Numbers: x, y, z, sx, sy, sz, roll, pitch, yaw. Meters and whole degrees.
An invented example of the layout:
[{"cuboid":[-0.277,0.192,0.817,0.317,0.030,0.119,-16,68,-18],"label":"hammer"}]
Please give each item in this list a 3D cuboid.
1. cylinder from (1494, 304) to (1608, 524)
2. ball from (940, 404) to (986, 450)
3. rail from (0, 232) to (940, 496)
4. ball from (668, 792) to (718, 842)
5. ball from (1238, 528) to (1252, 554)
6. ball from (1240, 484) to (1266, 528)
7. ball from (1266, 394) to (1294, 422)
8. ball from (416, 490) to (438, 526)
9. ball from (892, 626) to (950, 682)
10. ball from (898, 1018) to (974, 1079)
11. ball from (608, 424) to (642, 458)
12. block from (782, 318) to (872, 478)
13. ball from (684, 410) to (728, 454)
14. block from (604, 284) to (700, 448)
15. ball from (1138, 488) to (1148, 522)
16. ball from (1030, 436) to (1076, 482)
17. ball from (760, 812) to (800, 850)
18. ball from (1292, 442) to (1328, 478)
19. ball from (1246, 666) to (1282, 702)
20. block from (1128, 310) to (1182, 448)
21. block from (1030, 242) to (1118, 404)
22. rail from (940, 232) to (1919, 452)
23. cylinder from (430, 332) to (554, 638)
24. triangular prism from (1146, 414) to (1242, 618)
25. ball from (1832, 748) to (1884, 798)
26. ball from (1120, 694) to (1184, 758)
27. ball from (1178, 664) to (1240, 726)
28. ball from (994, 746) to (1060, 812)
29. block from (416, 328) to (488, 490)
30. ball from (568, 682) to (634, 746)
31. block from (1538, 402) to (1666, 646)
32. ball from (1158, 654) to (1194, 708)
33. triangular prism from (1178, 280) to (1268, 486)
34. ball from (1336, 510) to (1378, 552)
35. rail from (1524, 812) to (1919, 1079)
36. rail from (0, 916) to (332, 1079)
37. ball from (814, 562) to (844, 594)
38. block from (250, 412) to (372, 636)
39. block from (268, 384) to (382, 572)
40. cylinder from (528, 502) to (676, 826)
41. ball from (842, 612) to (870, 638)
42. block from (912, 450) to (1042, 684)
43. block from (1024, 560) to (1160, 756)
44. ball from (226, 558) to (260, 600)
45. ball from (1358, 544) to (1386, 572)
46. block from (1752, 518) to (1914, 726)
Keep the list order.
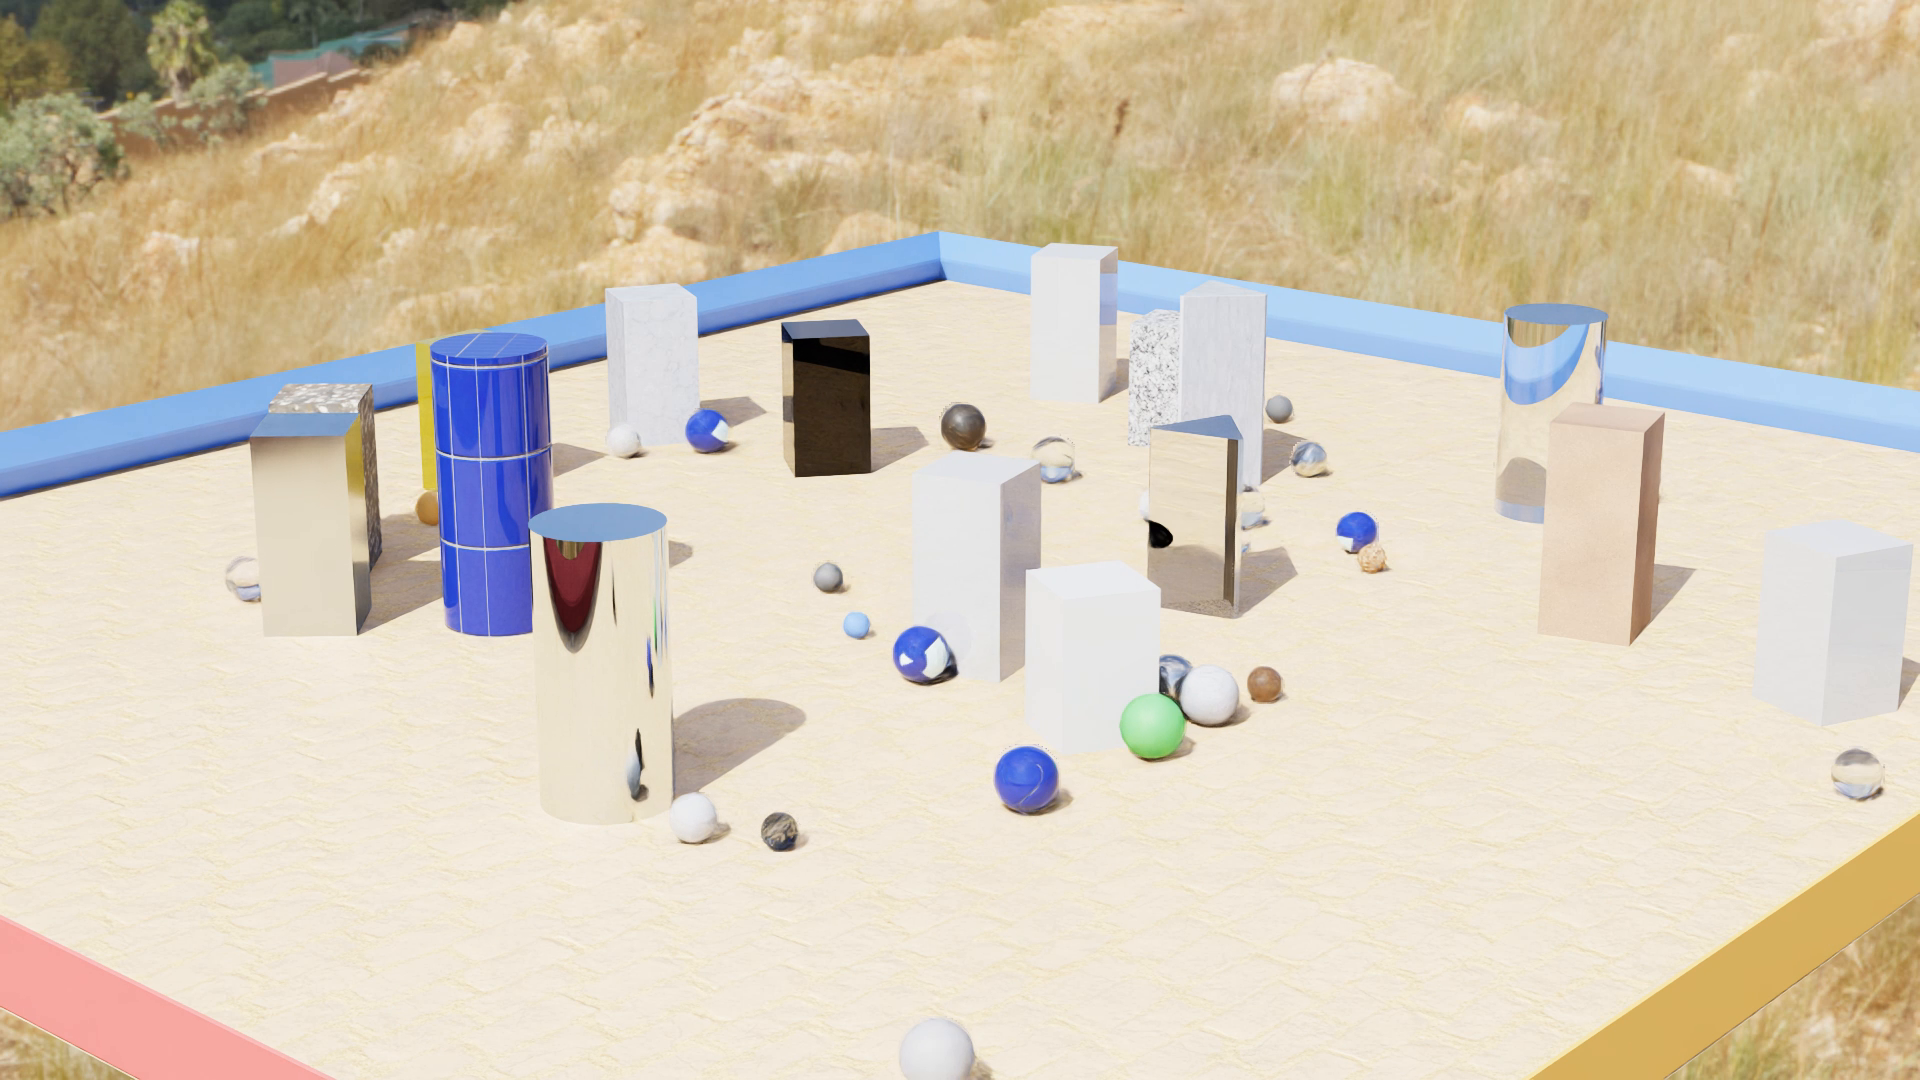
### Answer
[{"cuboid":[1.124,-0.242,5.580,0.194,0.385,0.194,0,17,0],"label":"cylinder"},{"cuboid":[0.007,-0.234,6.056,0.096,0.096,0.096,0,17,0],"label":"ball"},{"cuboid":[-1.354,-0.308,6.246,0.045,0.126,4.016,14,22,39],"label":"rail"},{"cuboid":[-0.369,0.384,4.055,0.069,0.069,0.069,0,17,0],"label":"ball"},{"cuboid":[0.508,0.001,5.358,0.048,0.048,0.048,0,17,0],"label":"ball"},{"cuboid":[0.534,-0.064,5.518,0.080,0.080,0.080,0,17,0],"label":"ball"},{"cuboid":[0.684,-0.281,6.277,0.058,0.058,0.058,0,17,0],"label":"ball"},{"cuboid":[-0.993,-0.061,5.532,0.067,0.067,0.067,0,17,0],"label":"ball"},{"cuboid":[-0.062,0.182,4.684,0.092,0.092,0.092,0,17,0],"label":"ball"},{"cuboid":[-0.026,0.589,3.343,0.087,0.087,0.087,0,17,0],"label":"ball"},{"cuboid":[-0.686,-0.202,5.999,0.068,0.068,0.068,0,17,0],"label":"ball"},{"cuboid":[-0.270,-0.287,5.905,0.155,0.284,0.155,-3,17,-11],"label":"block"},{"cuboid":[-0.521,-0.224,6.032,0.090,0.090,0.090,0,17,0],"label":"ball"},{"cuboid":[-0.642,-0.366,6.128,0.155,0.307,0.155,-6,18,-20],"label":"block"},{"cuboid":[0.375,-0.065,5.528,0.077,0.077,0.077,0,17,0],"label":"ball"},{"cuboid":[0.185,-0.160,5.822,0.091,0.091,0.091,0,17,0],"label":"ball"},{"cuboid":[-0.248,0.400,4.029,0.053,0.053,0.053,0,17,0],"label":"ball"},{"cuboid":[0.698,-0.160,5.856,0.071,0.071,0.071,0,17,0],"label":"ball"},{"cuboid":[0.477,0.226,4.599,0.057,0.057,0.057,0,17,0],"label":"ball"},{"cuboid":[0.451,-0.332,6.101,0.155,0.258,0.155,7,18,22],"label":"block"},{"cuboid":[0.253,-0.480,6.482,0.155,0.321,0.155,5,18,17],"label":"block"},{"cuboid":[1.301,-0.401,6.555,3.634,0.126,0.045,14,22,39],"label":"rail"},{"cuboid":[-0.781,-0.094,4.928,0.194,0.479,0.194,0,17,0],"label":"cylinder"},{"cuboid":[0.431,-0.046,5.052,0.168,0.316,0.145,9,19,26],"label":"triangular prism"},{"cuboid":[1.288,0.335,4.211,0.072,0.072,0.072,0,17,0],"label":"ball"},{"cuboid":[0.286,0.277,4.362,0.097,0.097,0.097,0,17,0],"label":"ball"},{"cuboid":[0.382,0.237,4.497,0.093,0.093,0.093,0,17,0],"label":"ball"},{"cuboid":[0.094,0.339,4.159,0.095,0.095,0.095,0,17,0],"label":"ball"},{"cuboid":[-0.950,-0.246,5.750,0.155,0.296,0.155,14,21,38],"label":"block"},{"cuboid":[-0.541,0.261,4.414,0.097,0.097,0.097,0,17,0],"label":"ball"},{"cuboid":[1.072,-0.028,4.906,0.155,0.366,0.155,8,18,24],"label":"block"},{"cuboid":[0.327,0.220,4.566,0.086,0.086,0.086,0,17,0],"label":"ball"},{"cuboid":[0.506,-0.312,5.815,0.168,0.384,0.145,-2,17,-5],"label":"triangular prism"},{"cuboid":[0.726,-0.015,5.363,0.077,0.077,0.077,0,17,0],"label":"ball"},{"cuboid":[1.354,0.371,3.995,0.045,0.126,4.016,14,22,39],"label":"rail"},{"cuboid":[-1.301,0.464,3.686,3.634,0.126,0.045,14,22,39],"label":"rail"},{"cuboid":[-0.230,0.066,5.134,0.053,0.053,0.053,0,17,0],"label":"ball"},{"cuboid":[-1.090,-0.027,4.934,0.155,0.347,0.155,0,17,-2],"label":"block"},{"cuboid":[-1.135,-0.108,5.255,0.155,0.317,0.155,0,17,-1],"label":"block"},{"cuboid":[-0.505,0.174,4.151,0.194,0.416,0.194,0,17,0],"label":"cylinder"},{"cuboid":[-0.173,0.142,4.897,0.046,0.046,0.046,0,17,0],"label":"ball"},{"cuboid":[0.028,0.041,4.738,0.155,0.330,0.155,8,19,25],"label":"block"},{"cuboid":[0.199,0.176,4.438,0.155,0.245,0.155,-6,18,-19],"label":"block"},{"cuboid":[-1.239,0.067,5.096,0.073,0.073,0.073,0,17,0],"label":"ball"},{"cuboid":[0.737,0.033,5.248,0.051,0.051,0.051,0,17,0],"label":"ball"},{"cuboid":[1.355,0.126,4.556,0.155,0.272,0.155,-8,19,-25],"label":"block"}]
